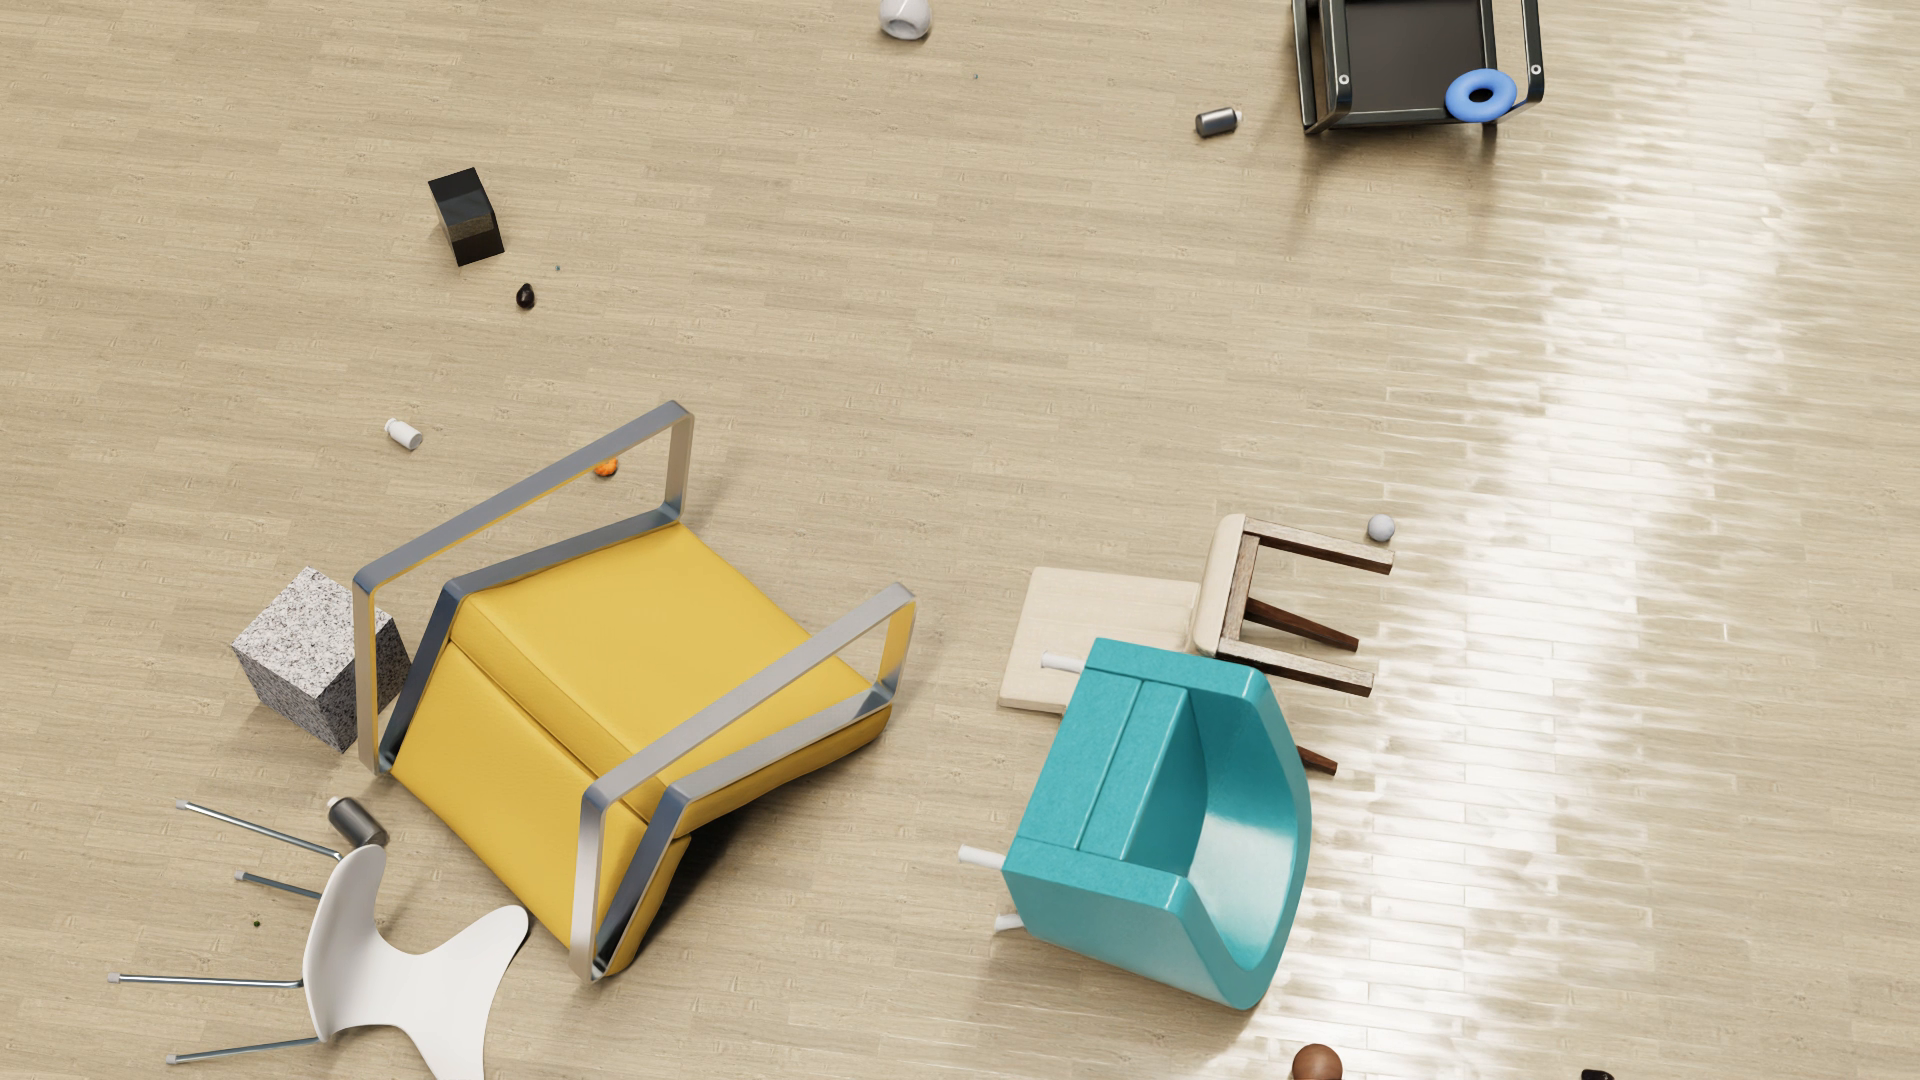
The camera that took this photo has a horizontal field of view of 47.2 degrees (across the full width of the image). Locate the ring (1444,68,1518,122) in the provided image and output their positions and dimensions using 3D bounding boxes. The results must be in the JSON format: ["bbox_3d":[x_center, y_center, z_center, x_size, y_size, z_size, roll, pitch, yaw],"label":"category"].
[{"bbox_3d":[1.719,-1.466,7.258,0.234,0.055,0.217,-3,59,18],"label":"ring"}]

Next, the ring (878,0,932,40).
[{"bbox_3d":[-0.194,-1.845,7.724,0.190,0.155,0.128,16,64,-11],"label":"ring"}]

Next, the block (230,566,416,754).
[{"bbox_3d":[-1.778,0.336,6.160,0.311,0.314,0.310,28,61,18],"label":"block"}]

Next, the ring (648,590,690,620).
[{"bbox_3d":[-0.851,0.190,6.427,0.130,0.029,0.102,-23,56,-20],"label":"ring"}]

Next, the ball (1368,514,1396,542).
[{"bbox_3d":[1.255,-0.037,6.549,0.082,0.082,0.082,0,56,0],"label":"ball"}]

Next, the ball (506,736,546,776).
[{"bbox_3d":[-1.204,0.600,6.106,0.109,0.109,0.109,0,56,0],"label":"ball"}]

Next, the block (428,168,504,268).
[{"bbox_3d":[-1.608,-1.052,7.162,0.157,0.195,0.215,-21,59,-13],"label":"block"}]
